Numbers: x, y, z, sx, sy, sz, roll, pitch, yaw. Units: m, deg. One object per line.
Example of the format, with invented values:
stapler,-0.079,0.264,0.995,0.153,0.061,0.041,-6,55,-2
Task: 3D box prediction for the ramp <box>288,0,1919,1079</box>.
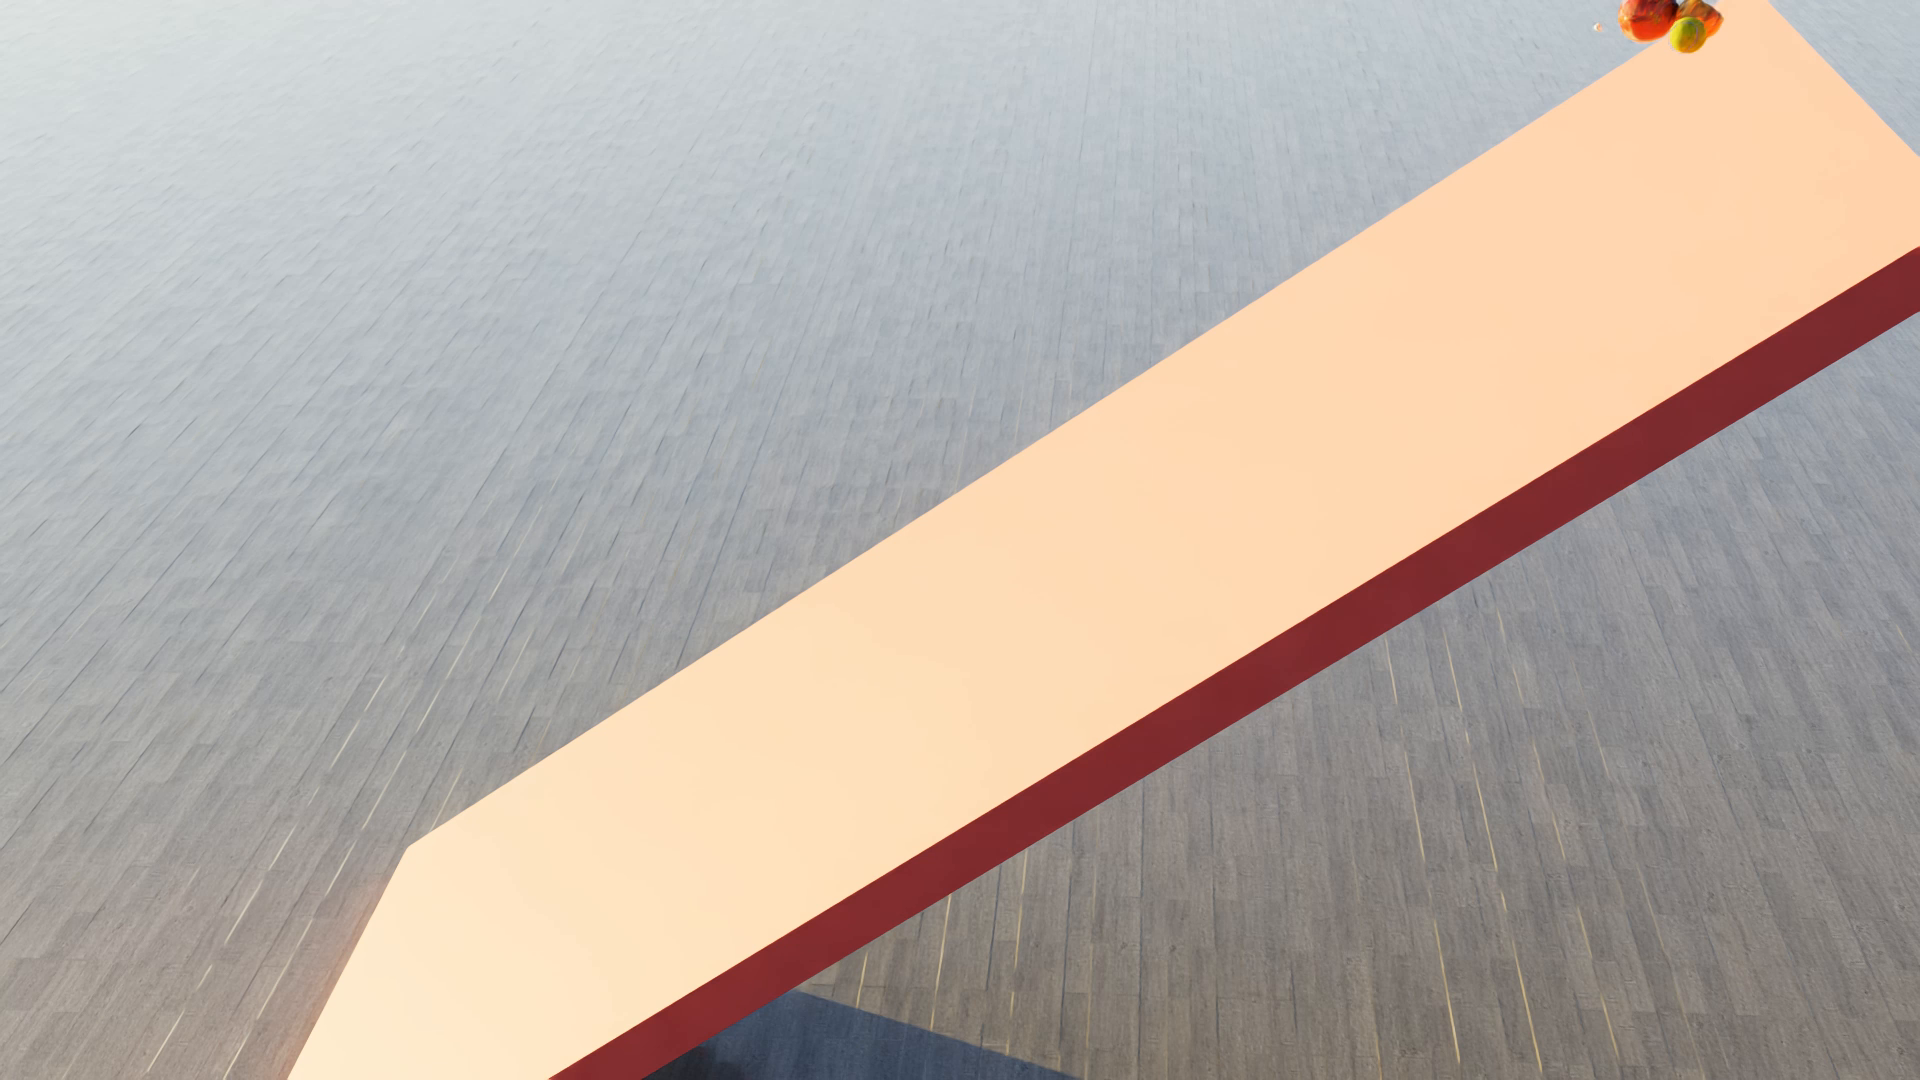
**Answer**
ramp,0.135,0.174,6.308,4.000,0.100,2.000,-33,16,15
